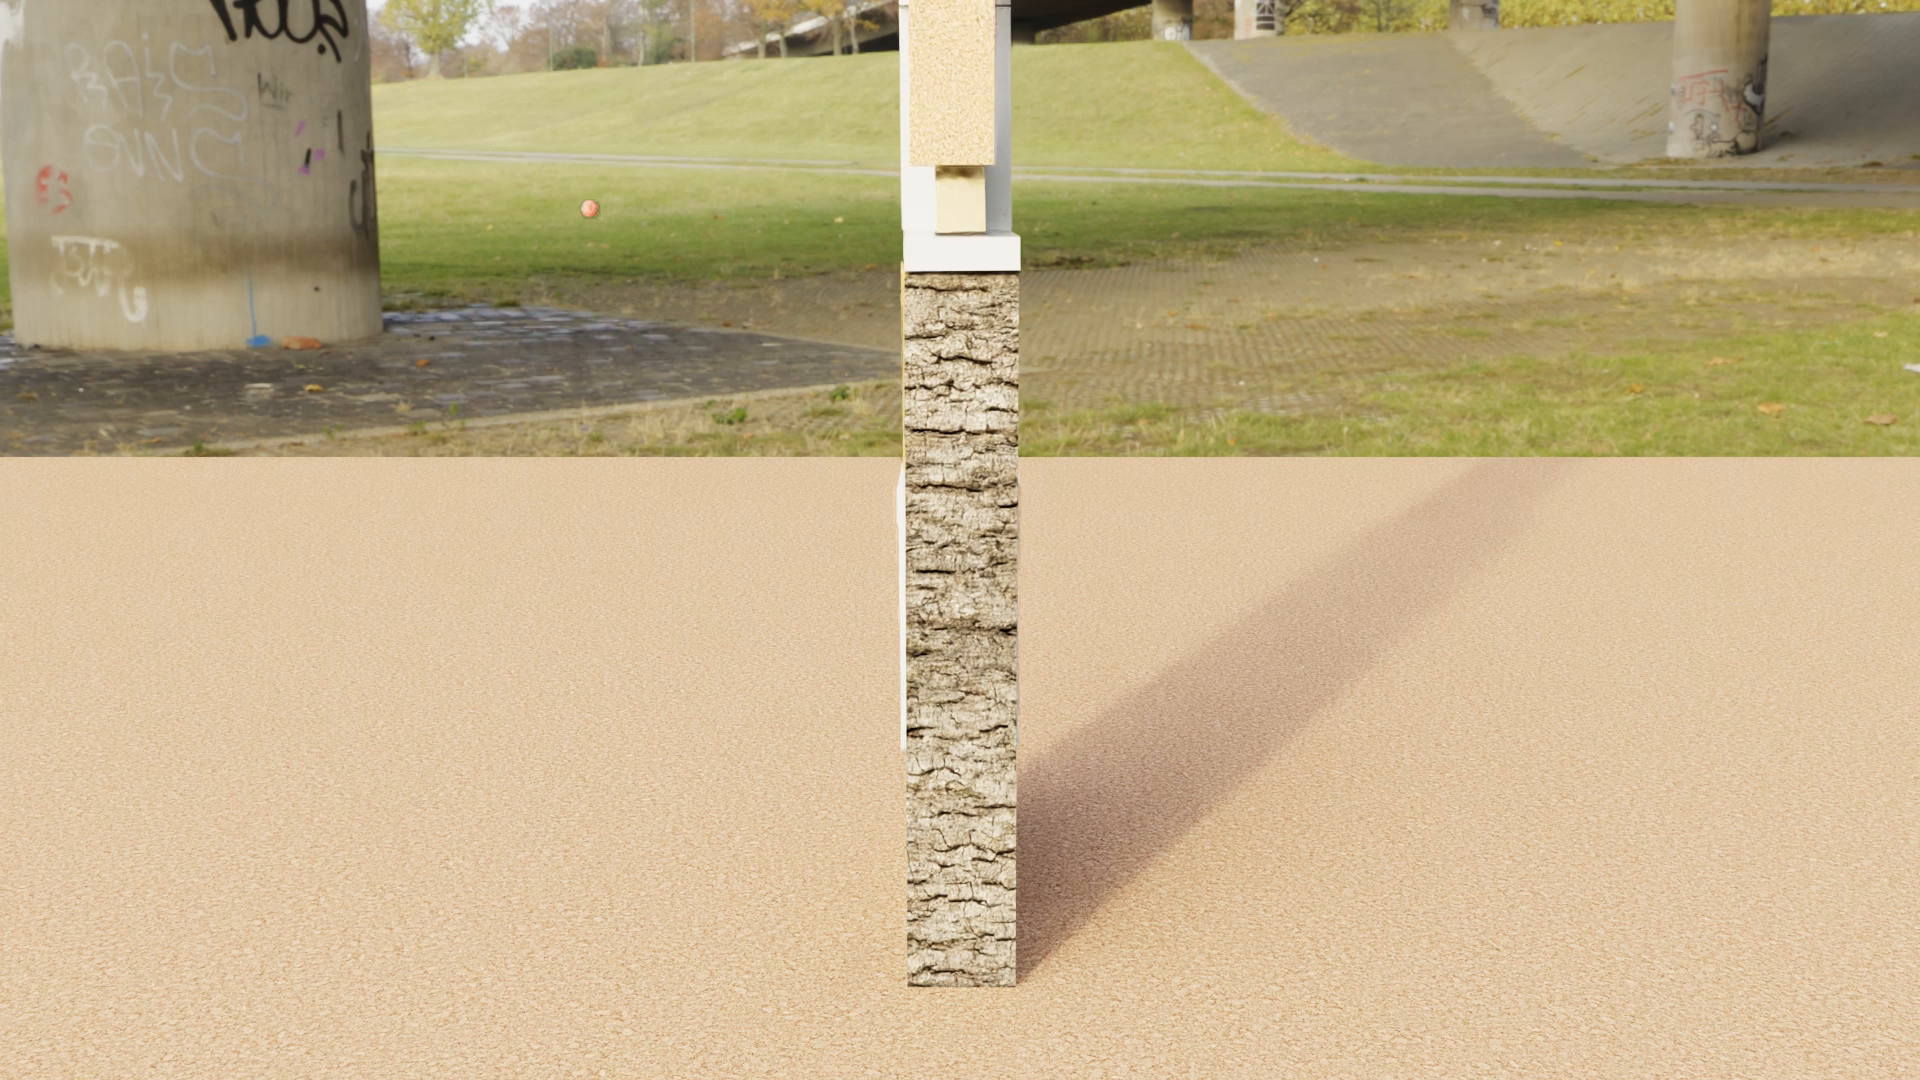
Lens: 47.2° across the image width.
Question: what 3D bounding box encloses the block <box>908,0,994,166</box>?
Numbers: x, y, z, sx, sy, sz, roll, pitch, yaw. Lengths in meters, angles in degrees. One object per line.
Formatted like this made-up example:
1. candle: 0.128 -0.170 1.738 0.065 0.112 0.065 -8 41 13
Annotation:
1. block: -0.011 -0.752 3.061 0.119 0.454 0.034 0 9 1

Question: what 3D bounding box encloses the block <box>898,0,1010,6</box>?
1. block: -0.007 -0.839 3.389 0.165 0.047 0.330 0 10 0

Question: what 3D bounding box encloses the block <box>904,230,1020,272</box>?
1. block: -0.001 -0.422 3.197 0.161 0.046 0.321 -1 10 -1

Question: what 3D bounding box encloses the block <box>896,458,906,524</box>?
1. block: -0.005 -0.079 3.382 0.175 0.049 0.349 0 11 0

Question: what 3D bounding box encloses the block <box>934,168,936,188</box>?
1. block: -0.002 -0.527 3.254 0.070 0.140 0.020 -1 5 -2

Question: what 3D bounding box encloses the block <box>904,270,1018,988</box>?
1. block: 0.002 0.142 3.192 0.161 1.056 0.046 0 11 0

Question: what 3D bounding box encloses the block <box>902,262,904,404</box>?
1. block: -0.006 -0.260 3.337 0.161 0.321 0.046 -1 10 -1

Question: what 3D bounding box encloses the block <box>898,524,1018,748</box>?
1. block: -0.002 0.138 3.305 0.175 0.349 0.049 0 11 1

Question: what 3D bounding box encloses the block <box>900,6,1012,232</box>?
1. block: -0.006 -0.633 3.312 0.165 0.330 0.047 -1 10 0

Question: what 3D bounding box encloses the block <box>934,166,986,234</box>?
1. block: 0.000 -0.513 3.170 0.070 0.140 0.020 -1 -2 -1
